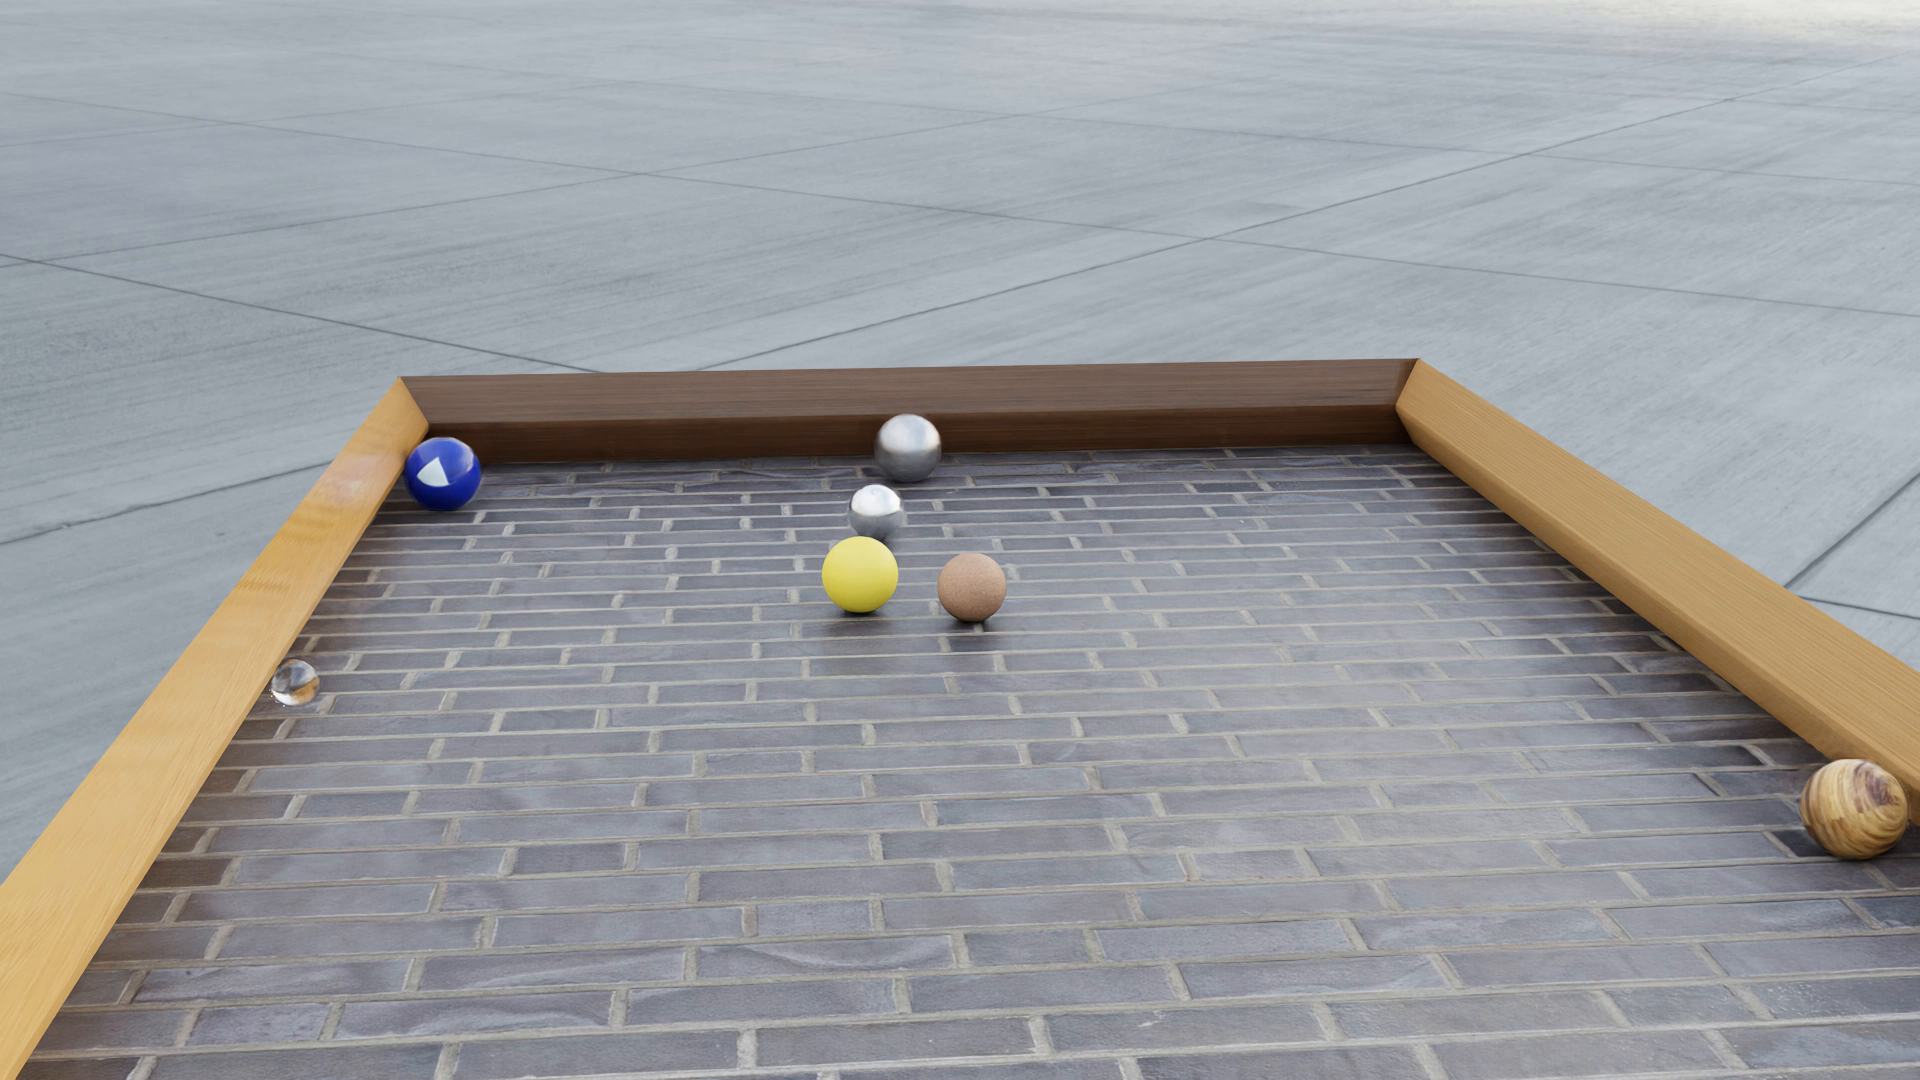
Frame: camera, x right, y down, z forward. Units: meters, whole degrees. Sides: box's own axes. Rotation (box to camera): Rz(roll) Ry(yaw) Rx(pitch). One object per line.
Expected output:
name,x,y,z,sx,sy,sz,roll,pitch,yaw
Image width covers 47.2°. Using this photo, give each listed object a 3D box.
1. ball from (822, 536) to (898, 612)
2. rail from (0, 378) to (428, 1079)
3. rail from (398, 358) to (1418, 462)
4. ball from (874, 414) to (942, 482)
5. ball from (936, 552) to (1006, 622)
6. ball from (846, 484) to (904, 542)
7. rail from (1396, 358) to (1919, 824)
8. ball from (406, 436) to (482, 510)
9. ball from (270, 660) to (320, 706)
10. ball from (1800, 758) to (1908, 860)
ball,-0.113,0.039,2.482,0.086,0.086,0.086,0,15,0
rail,-0.663,0.160,1.959,0.045,0.128,2.525,-1,15,-5
rail,-0.057,-0.185,3.214,1.499,0.128,0.045,-1,15,-5
ball,-0.072,-0.129,3.077,0.095,0.095,0.095,0,15,0
ball,0.013,0.053,2.450,0.078,0.078,0.078,0,15,0
ball,-0.107,-0.034,2.777,0.071,0.071,0.071,0,15,0
rail,0.782,0.124,2.091,0.045,0.128,2.525,-1,15,-5
ball,-0.687,-0.089,2.923,0.098,0.098,0.098,0,15,0
ball,-0.660,0.142,2.183,0.046,0.046,0.046,0,15,0
ball,0.739,0.223,1.819,0.084,0.084,0.084,0,15,0
